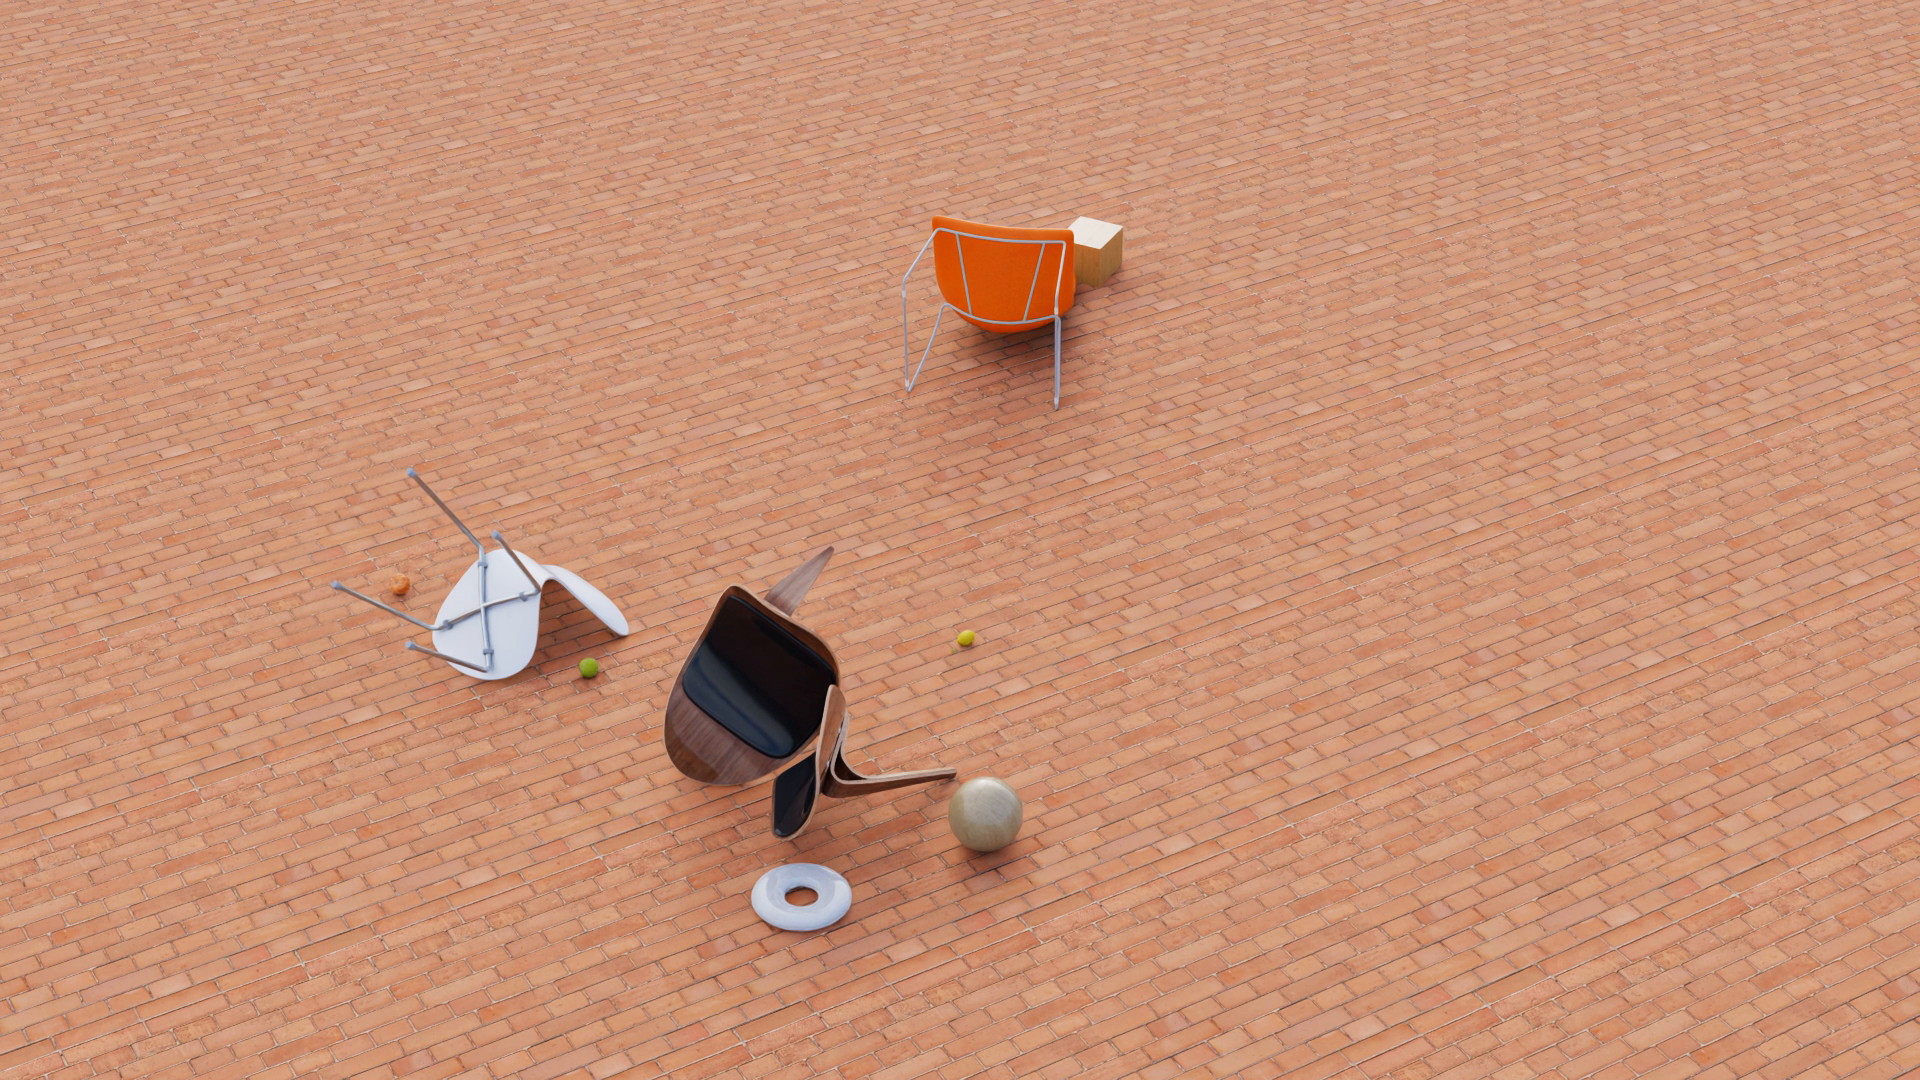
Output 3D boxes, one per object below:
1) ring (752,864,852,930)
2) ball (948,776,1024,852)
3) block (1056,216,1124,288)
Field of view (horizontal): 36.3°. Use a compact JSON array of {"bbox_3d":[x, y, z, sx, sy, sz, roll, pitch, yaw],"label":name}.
[{"bbox_3d":[-0.497,1.120,9.205,0.315,0.045,0.322,-23,40,-31],"label":"ring"},{"bbox_3d":[0.082,0.878,9.392,0.242,0.242,0.242,0,33,0],"label":"ball"},{"bbox_3d":[0.560,-1.246,12.667,0.204,0.185,0.236,16,37,23],"label":"block"}]
